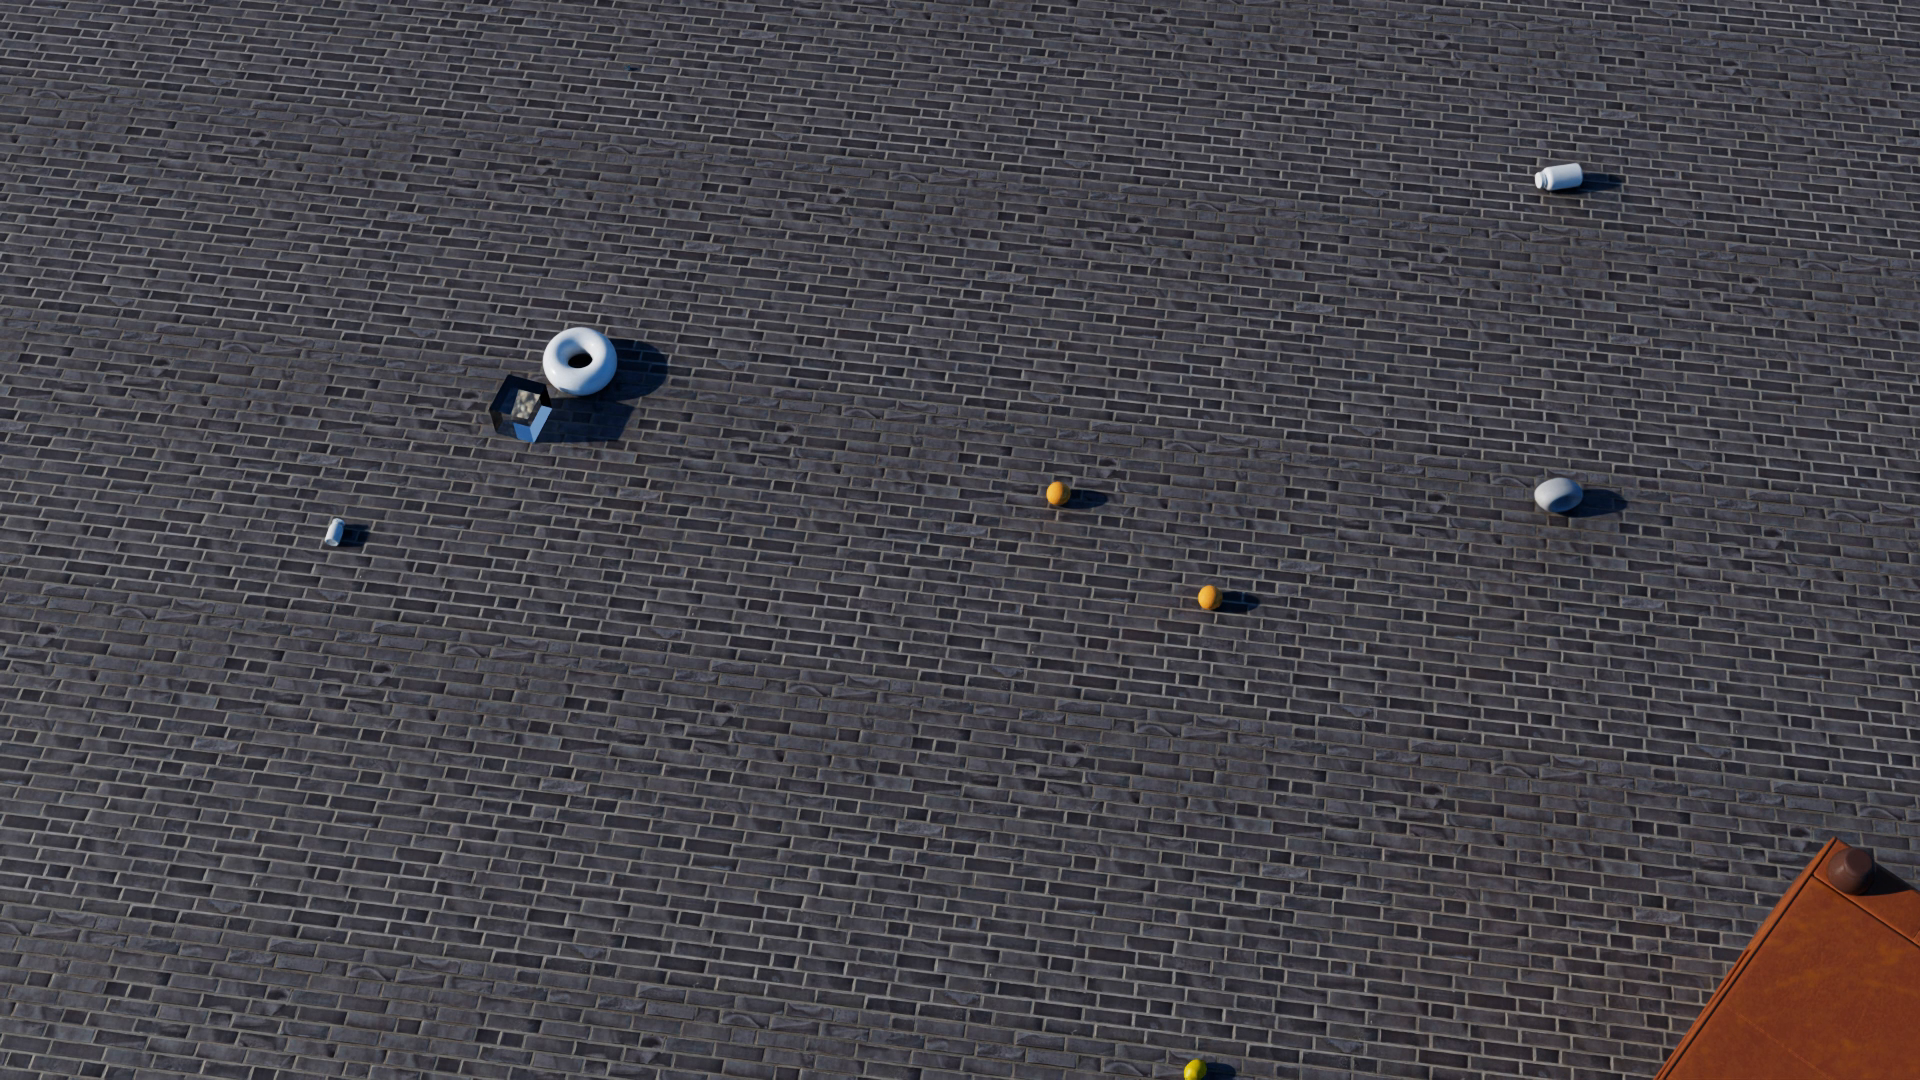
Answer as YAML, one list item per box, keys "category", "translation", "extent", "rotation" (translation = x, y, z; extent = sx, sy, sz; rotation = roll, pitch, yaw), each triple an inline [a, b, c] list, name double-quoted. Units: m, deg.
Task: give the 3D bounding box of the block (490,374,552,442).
- category: "block"
  translation: [-1.352, -0.404, 6.771]
  extent: [0.128, 0.122, 0.141]
  rotation: [15, 57, 10]

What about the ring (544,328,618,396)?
- category: "ring"
  translation: [-1.191, -0.560, 6.897]
  extent: [0.231, 0.090, 0.253]
  rotation: [-12, 56, -10]

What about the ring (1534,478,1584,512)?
- category: "ring"
  translation: [1.800, -0.135, 6.610]
  extent: [0.150, 0.094, 0.078]
  rotation: [-9, 44, -17]
